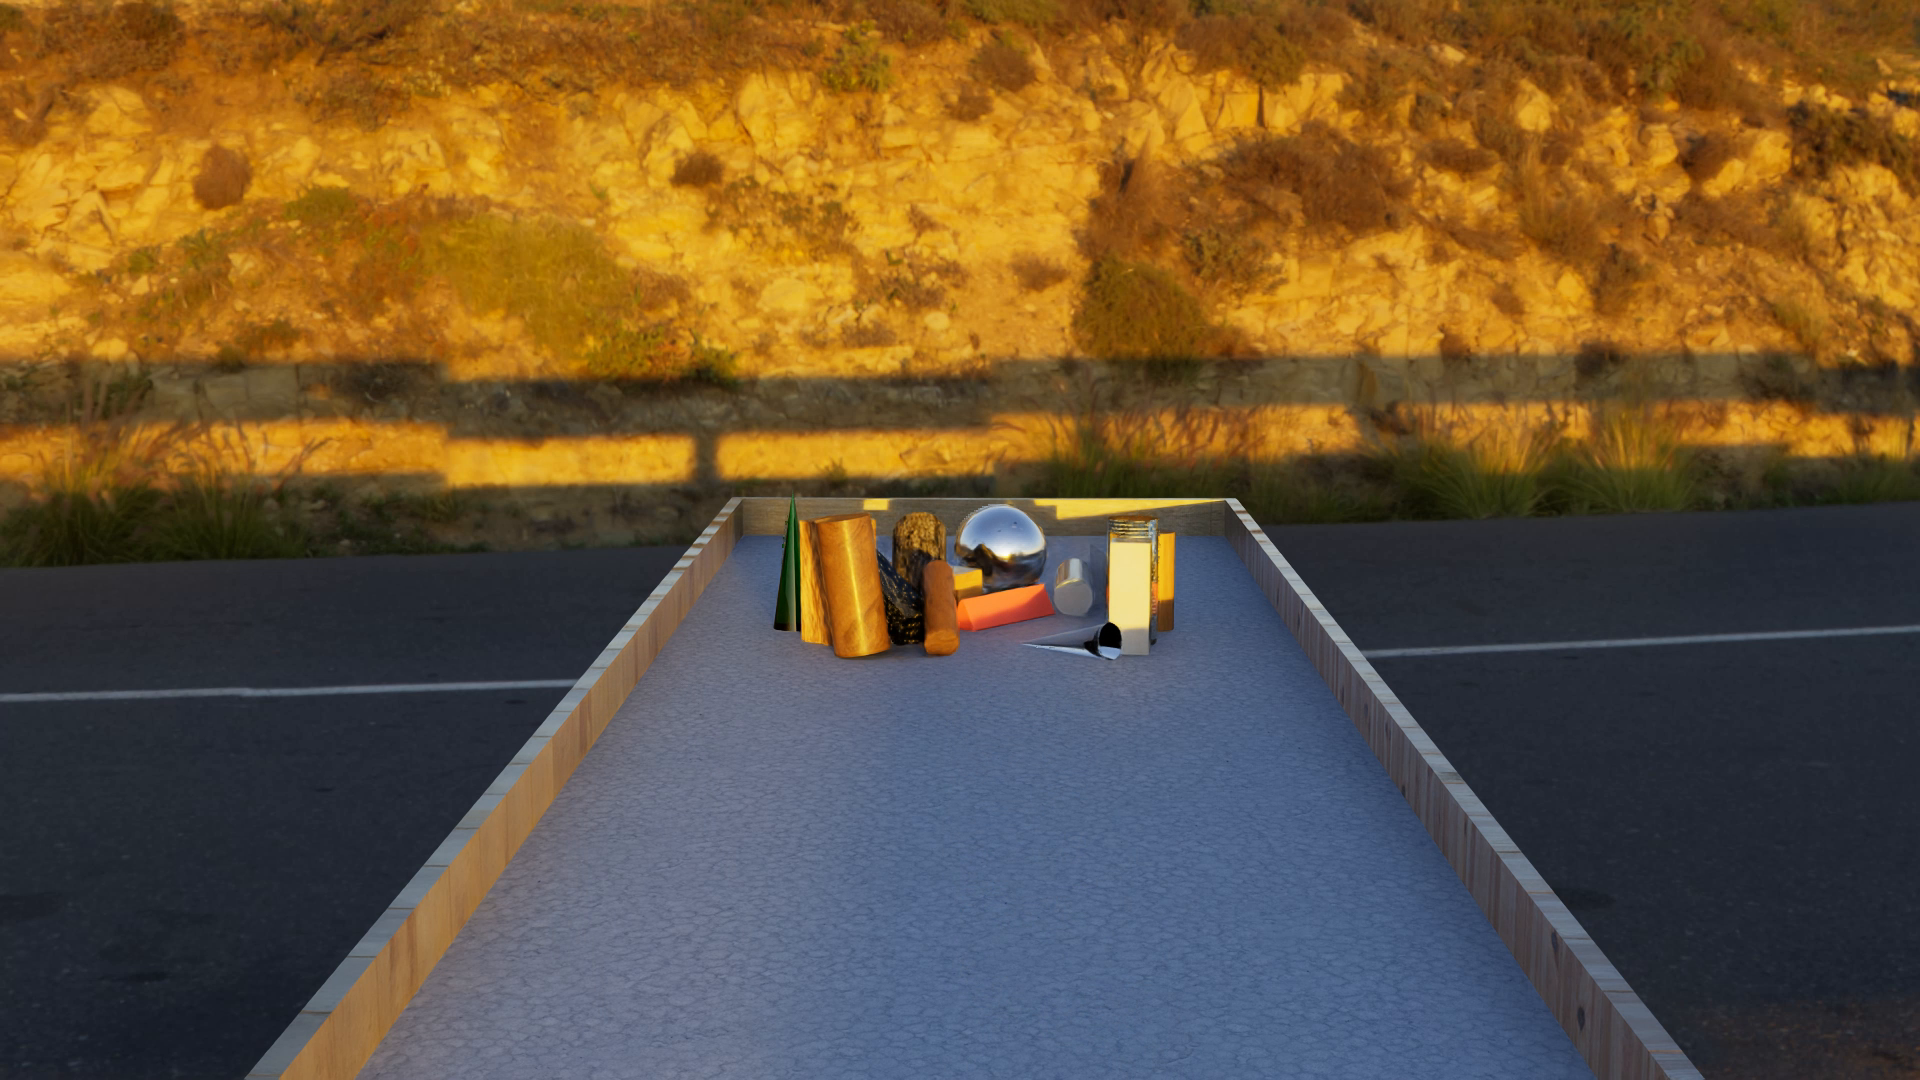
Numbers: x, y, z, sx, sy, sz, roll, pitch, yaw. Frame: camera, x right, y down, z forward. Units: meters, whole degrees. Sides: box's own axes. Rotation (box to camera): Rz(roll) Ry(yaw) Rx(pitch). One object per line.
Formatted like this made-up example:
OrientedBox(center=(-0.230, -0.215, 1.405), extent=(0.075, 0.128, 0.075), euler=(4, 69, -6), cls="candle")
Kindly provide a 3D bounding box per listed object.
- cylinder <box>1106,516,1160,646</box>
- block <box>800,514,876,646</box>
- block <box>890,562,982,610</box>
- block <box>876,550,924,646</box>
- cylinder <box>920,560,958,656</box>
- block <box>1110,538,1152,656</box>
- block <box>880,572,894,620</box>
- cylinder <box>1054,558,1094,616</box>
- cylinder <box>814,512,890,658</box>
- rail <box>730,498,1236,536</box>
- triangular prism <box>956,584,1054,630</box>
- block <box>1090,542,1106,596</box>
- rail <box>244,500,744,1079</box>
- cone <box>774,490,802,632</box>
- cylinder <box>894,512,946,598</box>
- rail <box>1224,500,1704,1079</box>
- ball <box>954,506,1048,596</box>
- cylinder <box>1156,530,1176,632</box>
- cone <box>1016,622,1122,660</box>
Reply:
OrientedBox(center=(0.543, 0.127, 6.937), extent=(0.163, 0.393, 0.163), euler=(0, 8, 0), cls="cylinder")
OrientedBox(center=(-0.385, 0.127, 6.965), extent=(0.169, 0.387, 0.169), euler=(7, 12, 37), cls="block")
OrientedBox(center=(-0.105, 0.165, 7.503), extent=(0.332, 0.145, 0.145), euler=(6, 11, 33), cls="block")
OrientedBox(center=(-0.233, 0.183, 7.043), extent=(0.112, 0.112, 0.373), euler=(-6, 35, -33), cls="block")
OrientedBox(center=(-0.065, 0.212, 6.854), extent=(0.105, 0.105, 0.347), euler=(-1, 37, -3), cls="cylinder")
OrientedBox(center=(0.528, 0.173, 6.797), extent=(0.122, 0.348, 0.122), euler=(1, 8, 8), cls="block")
OrientedBox(center=(-0.344, 0.117, 7.303), extent=(0.338, 0.102, 0.102), euler=(48, 26, 14), cls="block")
OrientedBox(center=(0.392, 0.161, 7.569), extent=(0.132, 0.132, 0.393), euler=(1, 9, 3), cls="cylinder")
OrientedBox(center=(-0.329, 0.137, 6.748), extent=(0.173, 0.416, 0.173), euler=(-8, 7, 1), cls="cylinder")
OrientedBox(center=(0.099, -0.098, 9.147), extent=(2.100, 0.150, 0.050), euler=(0, 9, 1), cls="rail")
OrientedBox(center=(0.142, 0.218, 7.304), extent=(0.113, 0.098, 0.398), euler=(9, 13, 43), cls="triangular prism")
OrientedBox(center=(0.581, 0.118, 7.781), extent=(0.152, 0.152, 0.454), euler=(-1, 9, -9), cls="block")
OrientedBox(center=(-1.004, 0.839, 3.234), extent=(0.050, 0.150, 12.000), euler=(0, 9, 1), cls="rail")
OrientedBox(center=(-0.543, 0.060, 7.170), extent=(0.138, 0.457, 0.138), euler=(0, 9, 0), cls="cone")
OrientedBox(center=(-0.132, 0.097, 7.287), extent=(0.178, 0.178, 0.384), euler=(0, 39, -2), cls="cylinder")
OrientedBox(center=(1.046, 0.843, 3.208), extent=(0.050, 0.150, 12.000), euler=(0, 9, 1), cls="rail")
OrientedBox(center=(0.143, 0.043, 7.697), extent=(0.326, 0.326, 0.326), euler=(0, 9, 0), cls="ball")
OrientedBox(center=(0.647, 0.131, 7.162), extent=(0.102, 0.320, 0.102), euler=(0, 9, 0), cls="cylinder")
OrientedBox(center=(0.316, 0.318, 6.823), extent=(0.383, 0.114, 0.114), euler=(-3, 4, 42), cls="cone")
